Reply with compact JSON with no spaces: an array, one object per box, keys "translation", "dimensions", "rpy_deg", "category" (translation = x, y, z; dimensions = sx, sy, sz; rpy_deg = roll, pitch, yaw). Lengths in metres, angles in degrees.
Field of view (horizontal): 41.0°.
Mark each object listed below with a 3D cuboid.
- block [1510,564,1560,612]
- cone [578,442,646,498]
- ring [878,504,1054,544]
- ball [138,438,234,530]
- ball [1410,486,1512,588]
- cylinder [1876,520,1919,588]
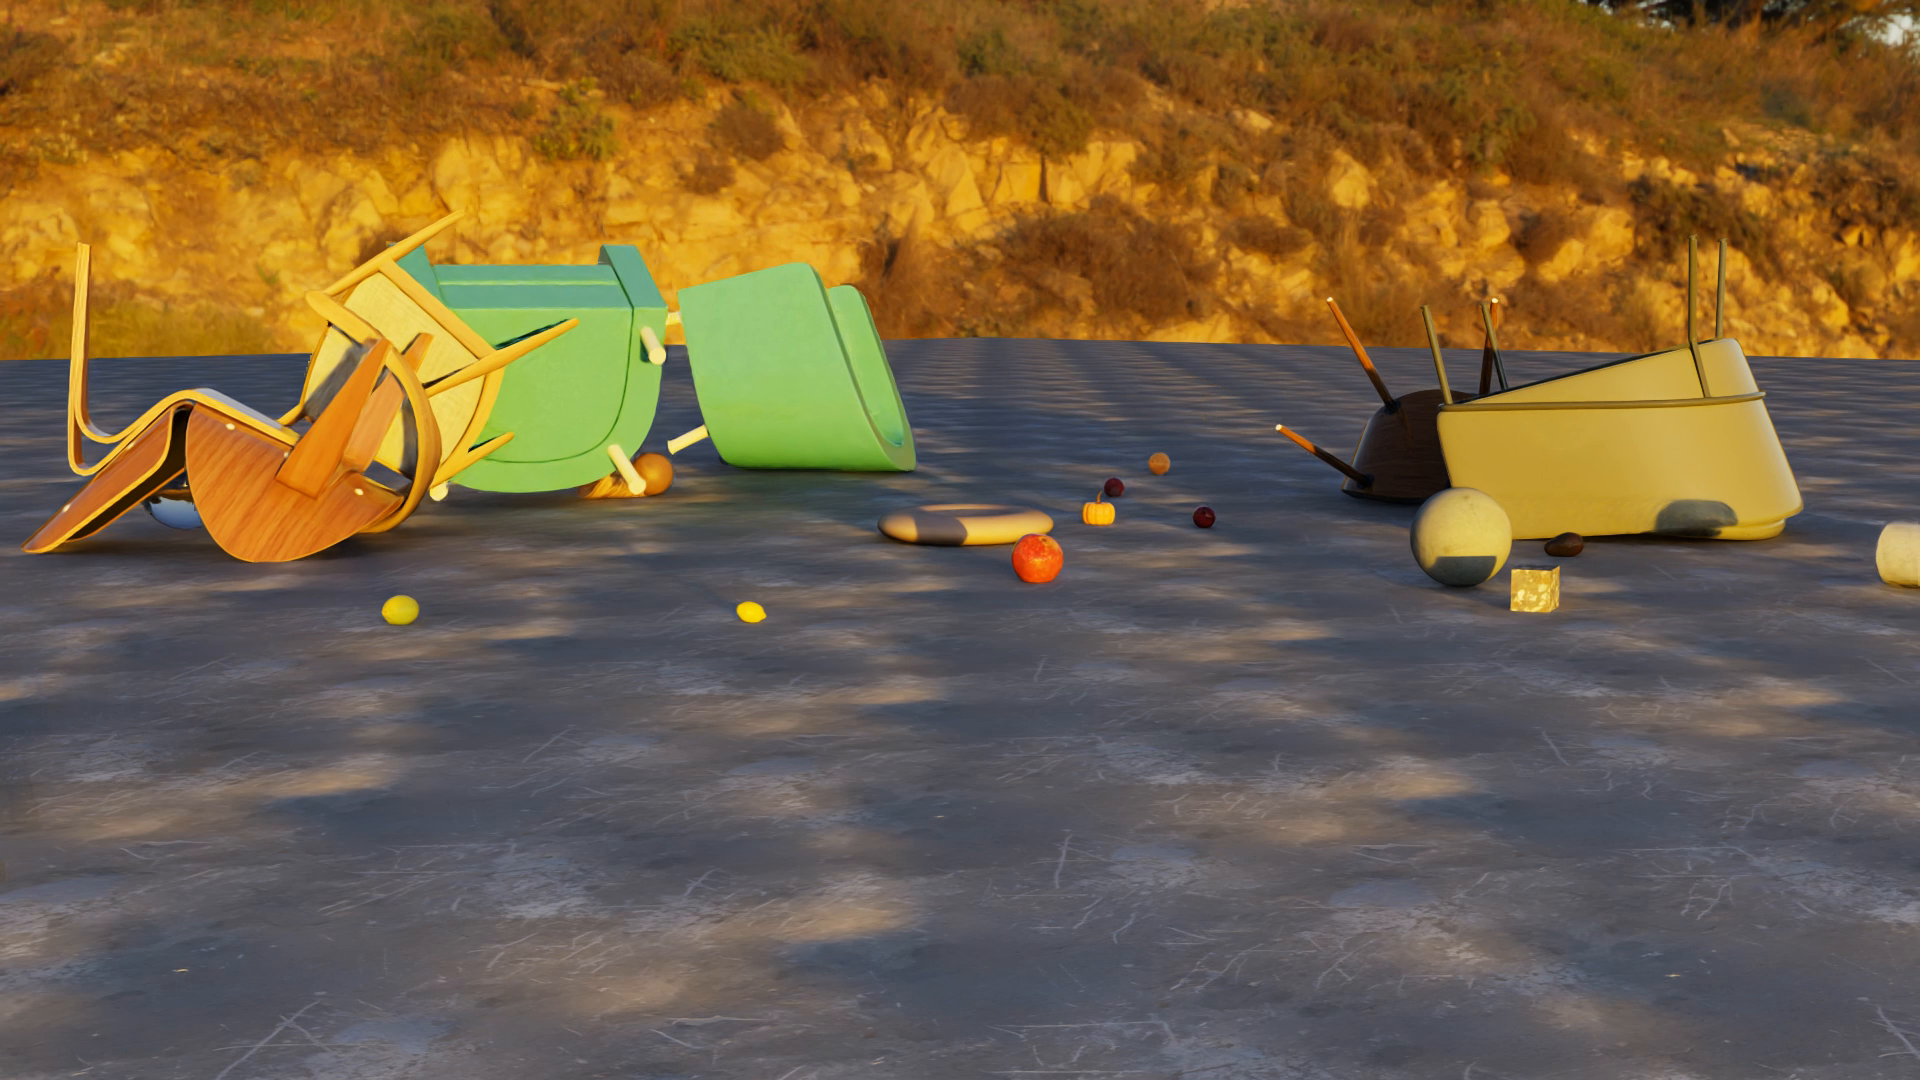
[{"translation":[1.142,0.095,5.092],"dimensions":[0.076,0.081,0.100],"rpy_deg":[3,6,23],"category":"block"},{"translation":[-1.008,-0.168,7.623],"dimensions":[0.184,0.186,0.192],"rpy_deg":[28,3,-26],"category":"cone"},{"translation":[0.014,-0.041,6.472],"dimensions":[0.441,0.071,0.514],"rpy_deg":[2,6,14],"category":"ring"},{"translation":[-2.006,-0.144,6.646],"dimensions":[0.239,0.239,0.239],"rpy_deg":[0,6,0],"category":"ball"},{"translation":[1.061,-0.006,5.432],"dimensions":[0.213,0.213,0.213],"rpy_deg":[0,6,0],"category":"ball"},{"translation":[2.051,0.034,5.426],"dimensions":[0.136,0.136,0.166],"rpy_deg":[3,3,-40],"category":"cylinder"}]
